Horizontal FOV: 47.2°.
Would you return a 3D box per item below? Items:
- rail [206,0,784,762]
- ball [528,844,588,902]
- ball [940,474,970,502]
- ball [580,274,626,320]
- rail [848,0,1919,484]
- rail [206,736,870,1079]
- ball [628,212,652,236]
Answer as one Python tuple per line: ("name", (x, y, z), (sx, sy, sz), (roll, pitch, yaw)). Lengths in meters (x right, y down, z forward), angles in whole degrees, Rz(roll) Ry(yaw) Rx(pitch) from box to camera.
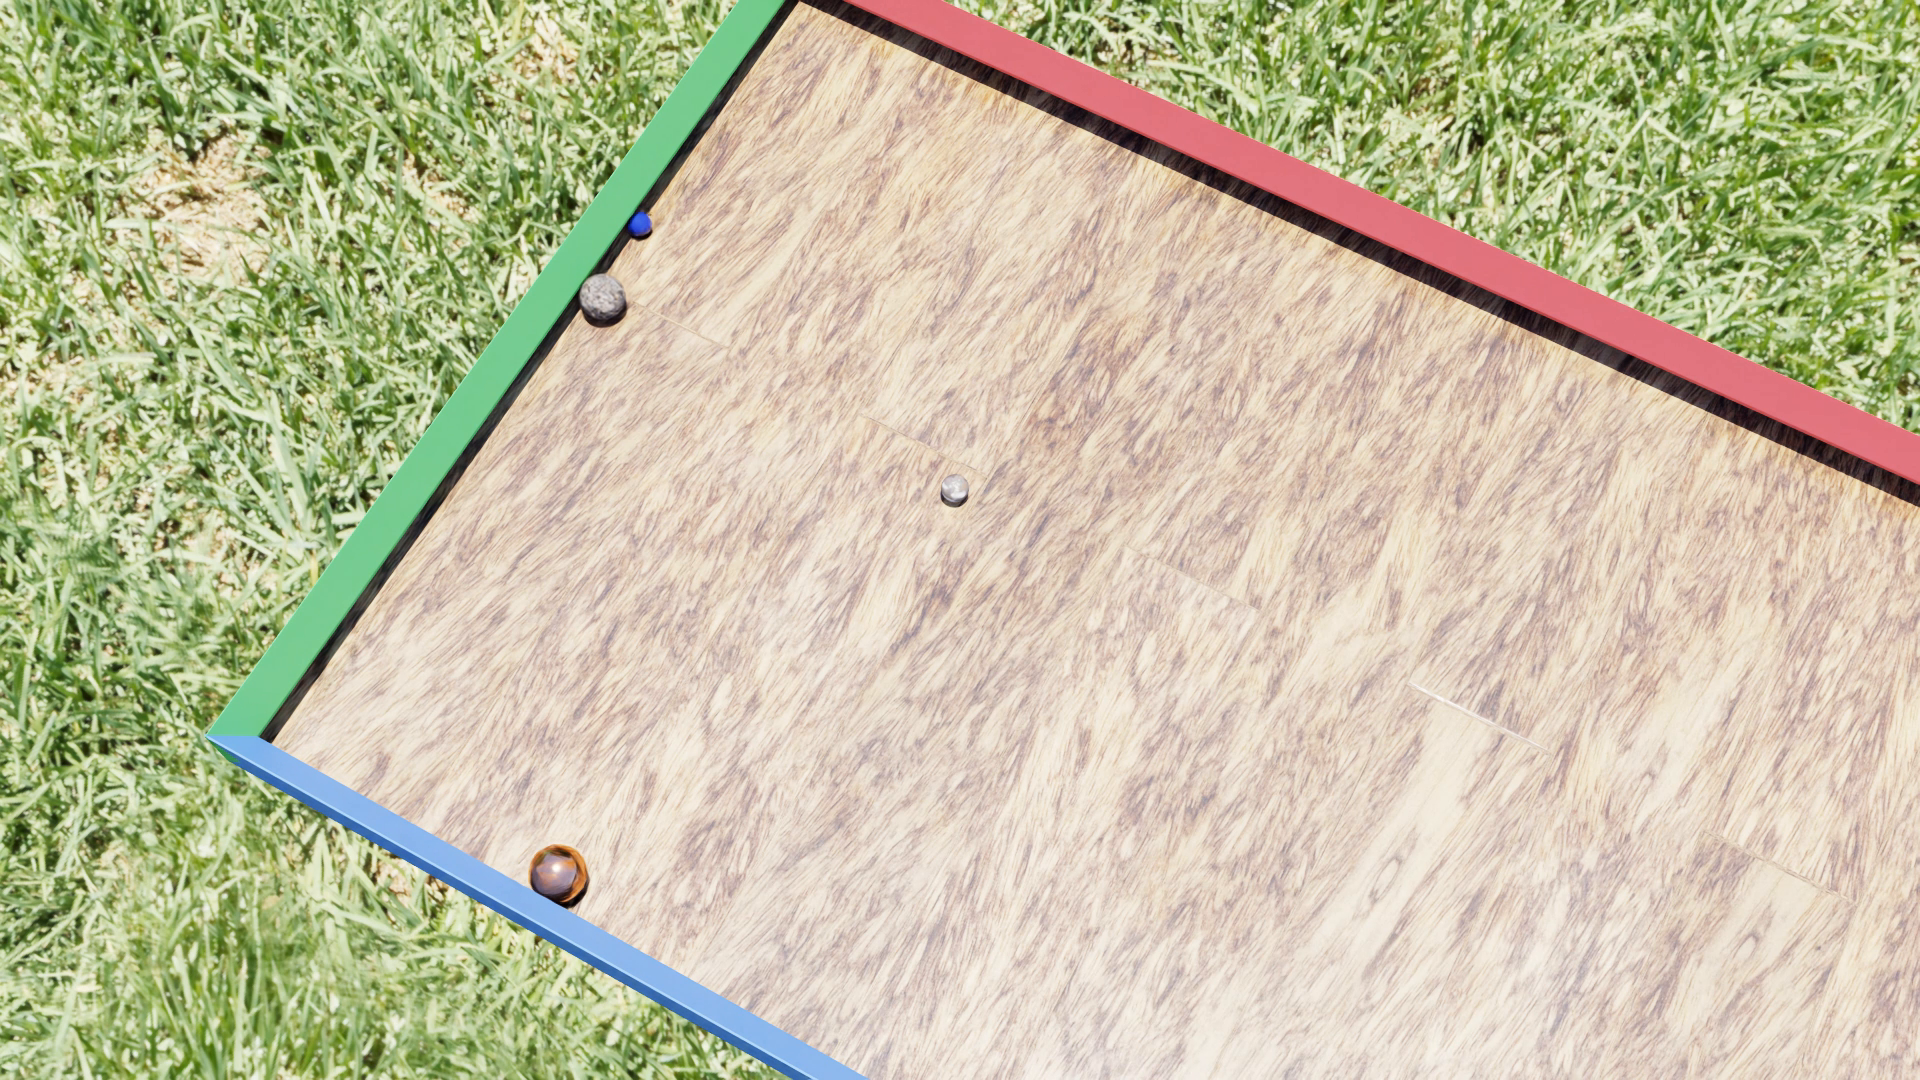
("rail", (-0.705, -0.365, 3.682), (0.045, 0.114, 1.736), (27, 69, 11))
("ball", (-0.605, 0.502, 3.309), (0.088, 0.088, 0.088), (0, 66, 0))
("ball", (-0.008, -0.085, 3.595), (0.047, 0.047, 0.047), (0, 66, 0))
("ball", (-0.605, -0.413, 3.725), (0.077, 0.077, 0.077), (0, 66, 0))
("rail", (1.131, -0.326, 3.665), (3.309, 0.114, 0.045), (27, 69, 11))
("rail", (0.320, 1.026, 3.059), (3.309, 0.114, 0.045), (27, 69, 11))
("ball", (-0.554, -0.547, 3.804), (0.042, 0.042, 0.042), (0, 66, 0))
